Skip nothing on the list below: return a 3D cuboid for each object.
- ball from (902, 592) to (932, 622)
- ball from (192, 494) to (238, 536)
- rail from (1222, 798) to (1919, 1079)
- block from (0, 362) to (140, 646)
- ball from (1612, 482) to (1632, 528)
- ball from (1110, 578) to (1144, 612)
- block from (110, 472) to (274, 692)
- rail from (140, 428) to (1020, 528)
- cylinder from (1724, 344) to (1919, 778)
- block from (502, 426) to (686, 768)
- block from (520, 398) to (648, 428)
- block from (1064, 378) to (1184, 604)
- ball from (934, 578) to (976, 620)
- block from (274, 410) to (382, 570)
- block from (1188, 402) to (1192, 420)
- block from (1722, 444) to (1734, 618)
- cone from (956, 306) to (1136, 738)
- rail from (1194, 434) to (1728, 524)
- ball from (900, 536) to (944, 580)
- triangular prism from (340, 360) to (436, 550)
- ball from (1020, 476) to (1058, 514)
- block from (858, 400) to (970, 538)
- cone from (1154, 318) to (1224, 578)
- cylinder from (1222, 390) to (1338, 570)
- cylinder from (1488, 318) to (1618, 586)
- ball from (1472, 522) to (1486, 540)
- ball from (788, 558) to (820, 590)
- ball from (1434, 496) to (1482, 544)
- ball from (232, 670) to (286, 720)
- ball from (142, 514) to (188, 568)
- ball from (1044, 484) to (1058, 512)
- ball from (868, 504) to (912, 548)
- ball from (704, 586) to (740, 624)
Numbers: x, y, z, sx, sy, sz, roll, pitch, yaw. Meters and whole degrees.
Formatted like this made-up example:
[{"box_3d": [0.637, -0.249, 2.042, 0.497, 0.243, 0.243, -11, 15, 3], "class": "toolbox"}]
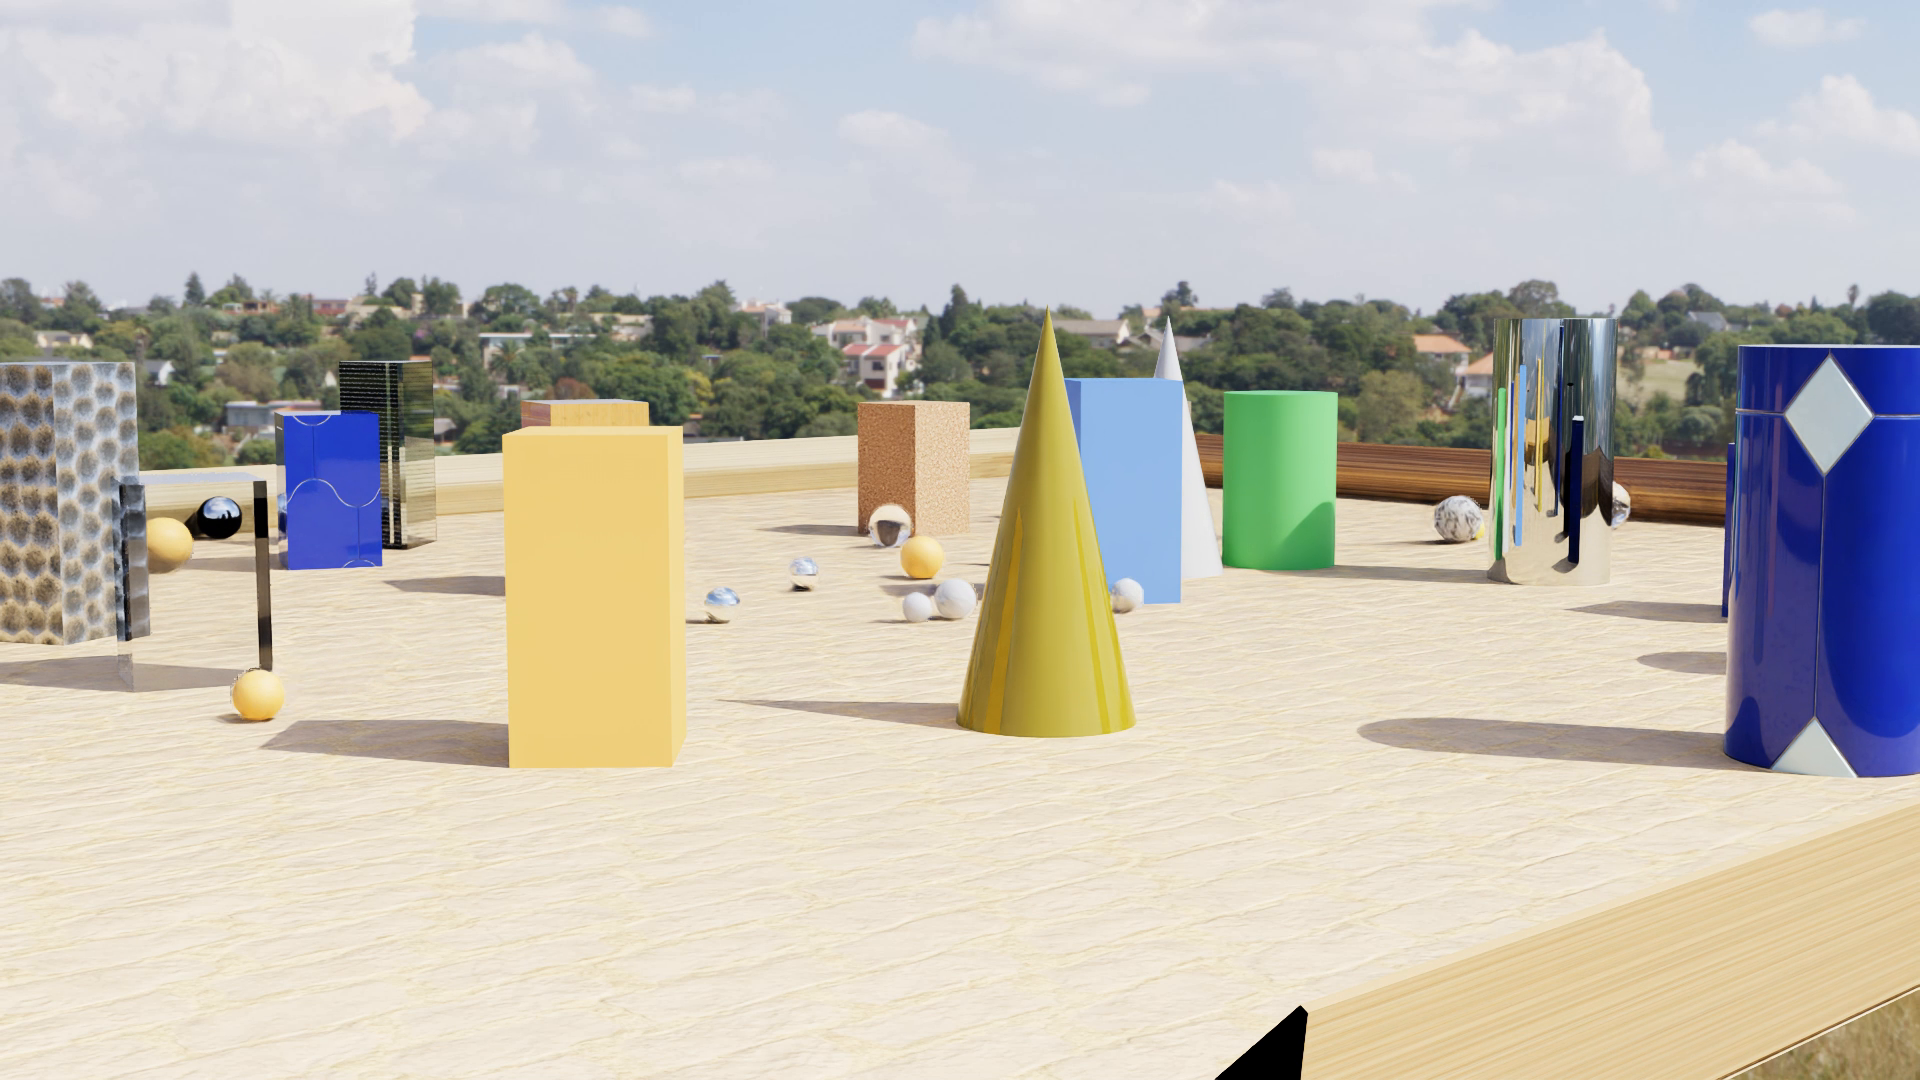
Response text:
[{"box_3d": [-0.062, 0.097, 3.145, 0.043, 0.043, 0.043, 0, 6, 0], "class": "ball"}, {"box_3d": [-1.471, -0.049, 4.341, 0.085, 0.085, 0.085, 0, 6, 0], "class": "ball"}, {"box_3d": [1.222, 0.171, 2.015, 4.037, 0.128, 0.045, -5, 8, -42], "class": "rail"}, {"box_3d": [-1.241, -0.055, 3.011, 0.158, 0.373, 0.158, 2, 6, 20], "class": "block"}, {"box_3d": [1.320, -0.072, 4.494, 0.099, 0.099, 0.099, 0, 6, 0], "class": "ball"}, {"box_3d": [0.246, 0.082, 3.258, 0.050, 0.050, 0.050, 0, 6, 0], "class": "ball"}, {"box_3d": [-0.930, 0.047, 2.662, 0.158, 0.243, 0.158, -3, 7, -27], "class": "block"}, {"box_3d": [-1.222, -0.104, 4.649, 4.037, 0.128, 0.045, -5, 8, -42], "class": "rail"}, {"box_3d": [0.867, 0.014, 2.177, 0.198, 0.410, 0.198, 0, 6, 0], "class": "cylinder"}, {"box_3d": [-0.363, 0.053, 2.210, 0.158, 0.325, 0.158, 0, 6, -2], "class": "block"}, {"box_3d": [-0.596, -0.070, 3.499, 0.158, 0.301, 0.158, -3, 7, -27], "class": "block"}, {"box_3d": [0.245, -0.079, 3.402, 0.158, 0.338, 0.158, -1, 6, -10], "class": "block"}, {"box_3d": [-0.007, 0.085, 3.180, 0.060, 0.060, 0.060, 0, 6, 0], "class": "ball"}, {"box_3d": [-1.111, -0.090, 3.865, 0.158, 0.266, 0.158, -2, 6, -23], "class": "block"}, {"box_3d": [0.380, -0.166, 4.646, 0.158, 0.255, 0.158, -2, 6, -22], "class": "block"}, {"box_3d": [1.223, -0.013, 3.189, 0.158, 0.253, 0.158, -5, 8, -41], "class": "block"}, {"box_3d": [0.094, -0.028, 2.373, 0.198, 0.452, 0.198, 0, 6, 0], "class": "cone"}, {"box_3d": [1.466, -0.107, 4.677, 0.045, 0.128, 3.651, -5, 8, -42], "class": "rail"}, {"box_3d": [-0.063, 0.029, 3.650, 0.073, 0.073, 0.073, 0, 6, 0], "class": "ball"}, {"box_3d": [-1.060, -0.165, 4.187, 0.171, 0.348, 0.148, 4, 7, 35], "class": "triangular prism"}, {"box_3d": [0.175, -0.098, 4.818, 0.083, 0.083, 0.083, 0, 6, 0], "class": "ball"}, {"box_3d": [-0.093, -0.144, 4.400, 0.158, 0.261, 0.158, 5, 8, 42], "class": "block"}, {"box_3d": [0.352, -0.163, 3.738, 0.198, 0.437, 0.198, 0, 6, 0], "class": "cone"}, {"box_3d": [0.561, -0.108, 3.863, 0.198, 0.301, 0.198, 0, 6, 0], "class": "cylinder"}, {"box_3d": [0.978, -0.149, 3.633, 0.198, 0.431, 0.198, 0, 6, 0], "class": "cylinder"}, {"box_3d": [1.001, -0.021, 4.280, 0.043, 0.043, 0.043, 0, 6, 0], "class": "ball"}, {"box_3d": [-0.250, 0.055, 3.514, 0.050, 0.050, 0.050, 0, 6, 0], "class": "ball"}, {"box_3d": [0.955, -0.039, 4.221, 0.090, 0.090, 0.090, 0, 6, 0], "class": "ball"}, {"box_3d": [-0.763, 0.169, 2.395, 0.055, 0.055, 0.055, 0, 6, 0], "class": "ball"}, {"box_3d": [-1.388, 0.002, 3.810, 0.093, 0.093, 0.093, 0, 6, 0], "class": "ball"}, {"box_3d": [0.217, -0.093, 4.879, 0.061, 0.061, 0.061, 0, 6, 0], "class": "ball"}, {"box_3d": [-0.132, -0.026, 4.143, 0.081, 0.081, 0.081, 0, 6, 0], "class": "ball"}, {"box_3d": [-0.339, 0.093, 3.142, 0.052, 0.052, 0.052, 0, 6, 0], "class": "ball"}]
